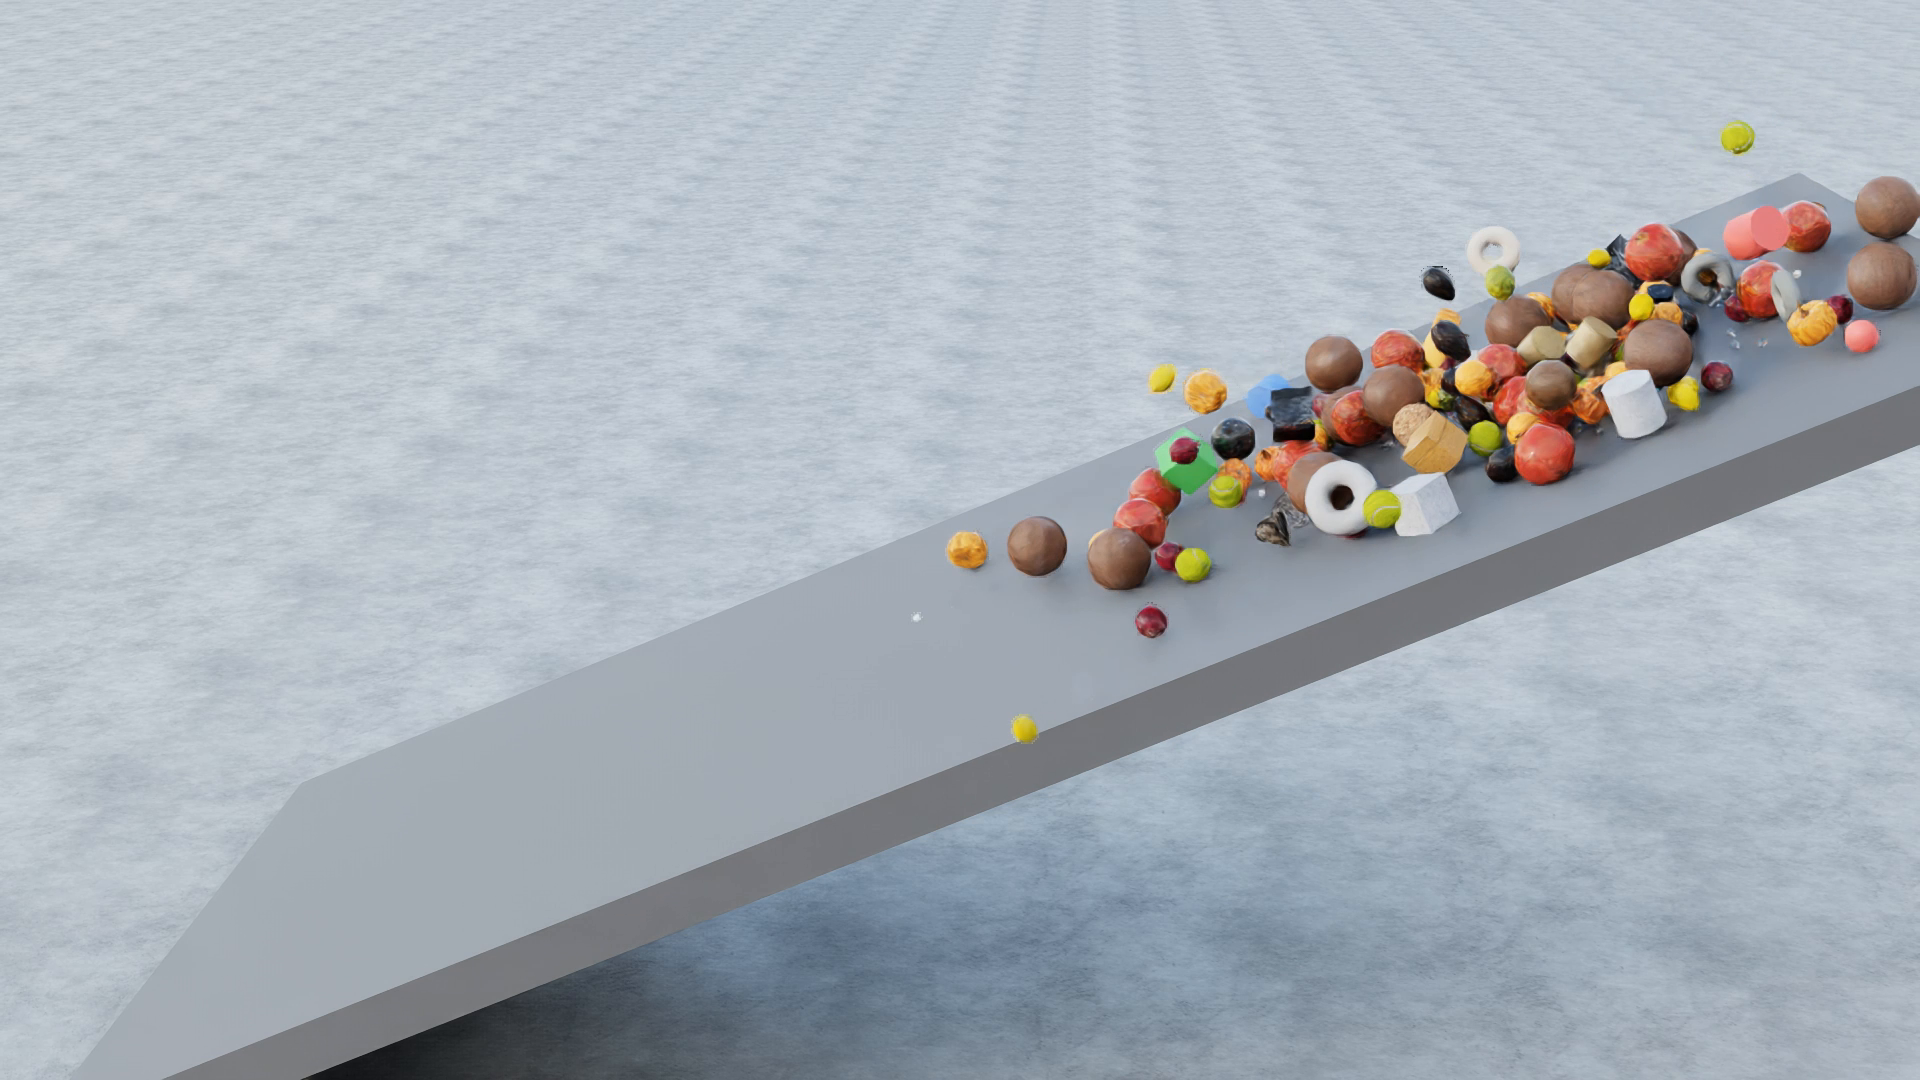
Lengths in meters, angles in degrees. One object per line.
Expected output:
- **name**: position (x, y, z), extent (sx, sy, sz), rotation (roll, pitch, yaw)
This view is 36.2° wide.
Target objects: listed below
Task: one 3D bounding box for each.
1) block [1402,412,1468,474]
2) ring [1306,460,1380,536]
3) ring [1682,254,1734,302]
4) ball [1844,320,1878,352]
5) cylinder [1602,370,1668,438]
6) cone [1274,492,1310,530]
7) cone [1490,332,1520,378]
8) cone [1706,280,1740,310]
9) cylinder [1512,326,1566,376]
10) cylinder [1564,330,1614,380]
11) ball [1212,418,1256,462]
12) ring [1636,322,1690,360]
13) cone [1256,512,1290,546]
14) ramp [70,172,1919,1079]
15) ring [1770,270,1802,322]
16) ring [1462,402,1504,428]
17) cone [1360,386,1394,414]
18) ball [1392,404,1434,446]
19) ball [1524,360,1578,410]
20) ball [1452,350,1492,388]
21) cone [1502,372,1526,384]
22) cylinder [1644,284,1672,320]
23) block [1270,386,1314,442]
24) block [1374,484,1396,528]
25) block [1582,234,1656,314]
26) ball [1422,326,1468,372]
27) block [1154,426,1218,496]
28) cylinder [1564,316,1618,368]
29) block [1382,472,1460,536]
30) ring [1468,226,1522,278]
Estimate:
- **block**: position (0.929, -0.181, 5.750), extent (0.082, 0.082, 0.082), rotation (36, 43, -7)
- **ring**: position (0.722, -0.078, 5.554), extent (0.144, 0.144, 0.048), rotation (7, 0, 24)
- **ring**: position (1.564, -0.547, 6.153), extent (0.109, 0.109, 0.036), rotation (4, 36, 17)
- **ball**: position (1.648, -0.373, 5.379), extent (0.060, 0.060, 0.060), rotation (0, 15, 0)
- **cylinder**: position (1.249, -0.252, 5.446), extent (0.093, 0.093, 0.093), rotation (-23, 22, 10)
- **cone**: position (0.657, -0.044, 5.897), extent (0.079, 0.079, 0.079), rotation (-3, -20, -11)
- **cone**: position (1.191, -0.391, 6.221), extent (0.098, 0.098, 0.098), rotation (-4, 15, -28)
- **cone**: position (1.595, -0.510, 6.122), extent (0.060, 0.060, 0.060), rotation (-1, 14, -15)
- **cylinder**: position (1.169, -0.379, 5.942), extent (0.080, 0.080, 0.080), rotation (-8, -25, -29)
- **cylinder**: position (1.273, -0.379, 5.952), extent (0.080, 0.080, 0.080), rotation (-23, 23, 10)
- **ball**: position (0.590, -0.217, 6.337), extent (0.096, 0.096, 0.096), rotation (0, 15, 0)
- **ring**: position (1.386, -0.392, 5.804), extent (0.116, 0.039, 0.116), rotation (31, 1, 0)
- **cone**: position (0.624, -0.006, 5.727), extent (0.070, 0.070, 0.070), rotation (-8, 38, -29)
- **ramp**: position (0.129, 0.171, 6.286), extent (4.000, 0.100, 2.000), rotation (-22, 13, 8)
- **ring**: position (1.587, -0.467, 5.646), extent (0.035, 0.106, 0.106), rotation (-17, 15, 2)
- **ring**: position (1.072, -0.256, 6.024), extent (0.090, 0.030, 0.090), rotation (-25, 12, 5)
- **cone**: position (0.926, -0.300, 6.477), extent (0.066, 0.066, 0.066), rotation (18, 22, 31)
- **ball**: position (0.921, -0.229, 5.932), extent (0.094, 0.094, 0.094), rotation (0, 15, 0)
- **ball**: position (1.118, -0.293, 5.565), extent (0.097, 0.097, 0.097), rotation (0, 15, 0)
- **ball**: position (1.098, -0.366, 6.313), extent (0.082, 0.082, 0.082), rotation (0, 15, 0)
- **cone**: position (1.174, -0.379, 6.257), extent (0.070, 0.070, 0.070), rotation (-23, 12, 5)
- **cylinder**: position (1.432, -0.489, 6.029), extent (0.053, 0.053, 0.053), rotation (-3, 41, 2)
- **block**: position (0.676, -0.255, 5.985), extent (0.082, 0.082, 0.082), rotation (-5, -20, 5)
- **block**: position (0.822, -0.066, 5.630), extent (0.058, 0.058, 0.058), rotation (-24, 12, -3)
- **block**: position (1.425, -0.575, 6.362), extent (0.099, 0.099, 0.099), rotation (40, 67, 16)
- **ball**: position (1.067, -0.420, 6.462), extent (0.098, 0.098, 0.098), rotation (0, 15, 0)
- **block**: position (0.484, -0.168, 6.280), extent (0.087, 0.087, 0.087), rotation (34, 26, -31)
- **cylinder**: position (1.247, -0.390, 5.810), extent (0.074, 0.074, 0.074), rotation (22, 30, -13)
- **block**: position (0.862, -0.066, 5.494), extent (0.086, 0.086, 0.086), rotation (-32, 15, -32)
- **ring**: position (1.182, -0.637, 6.508), extent (0.118, 0.118, 0.039), rotation (3, -6, 13)
